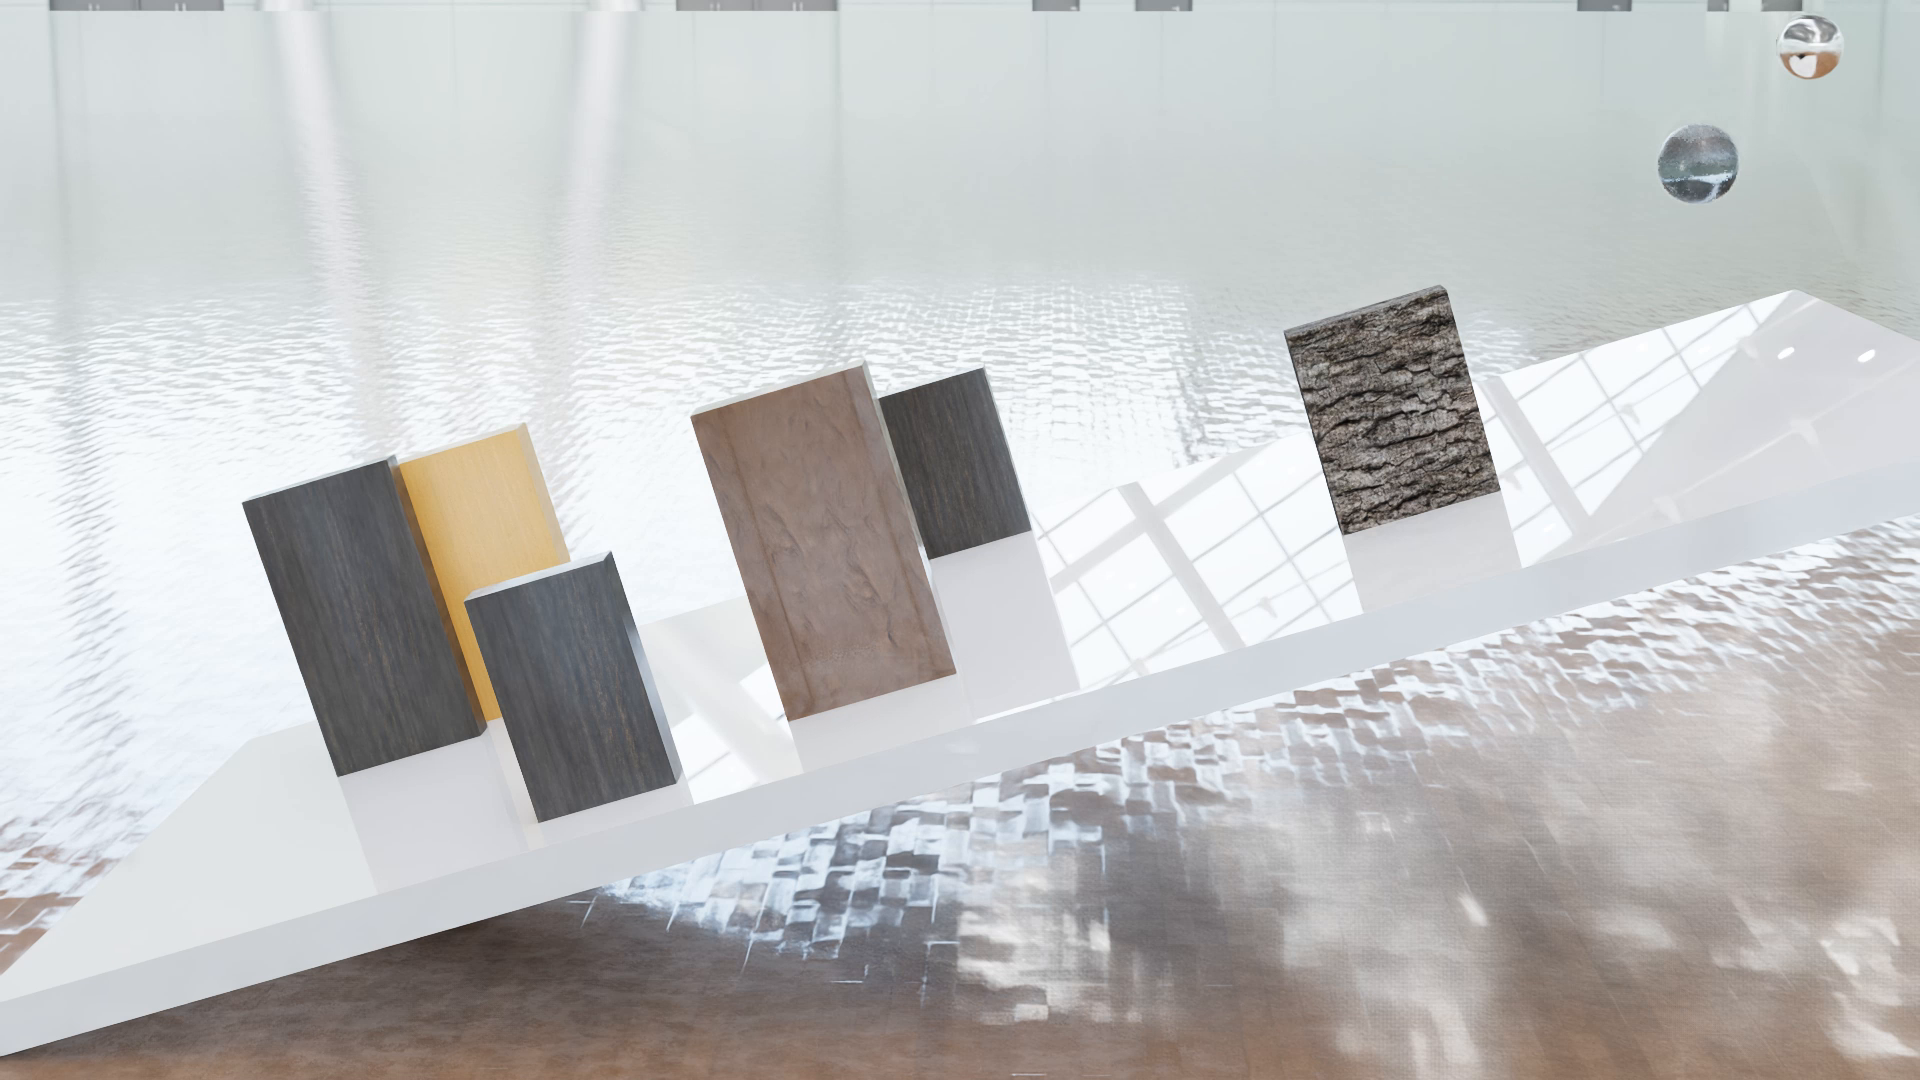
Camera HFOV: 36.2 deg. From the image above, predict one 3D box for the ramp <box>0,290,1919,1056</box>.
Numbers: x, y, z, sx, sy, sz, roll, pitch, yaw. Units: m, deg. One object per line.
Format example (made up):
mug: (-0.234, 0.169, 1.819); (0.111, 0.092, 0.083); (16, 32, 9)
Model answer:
ramp: (0.093, 0.186, 6.317); (4.000, 0.100, 2.000); (-16, 10, 5)

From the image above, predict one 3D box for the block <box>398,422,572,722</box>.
block: (-1.120, 0.095, 6.746); (0.443, 0.624, 0.124); (-16, 10, 5)

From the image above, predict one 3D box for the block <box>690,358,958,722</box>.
block: (-0.263, 0.000, 5.793); (0.350, 0.636, 0.116); (-16, 10, 5)

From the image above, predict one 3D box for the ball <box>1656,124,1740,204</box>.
ball: (1.542, -0.786, 6.144); (0.168, 0.168, 0.168); (0, 11, 0)

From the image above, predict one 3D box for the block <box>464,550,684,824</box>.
block: (-0.733, 0.279, 5.600); (0.277, 0.450, 0.104); (-16, 10, 5)

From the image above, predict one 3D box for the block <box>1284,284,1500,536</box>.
block: (0.872, -0.262, 5.942); (0.329, 0.423, 0.099); (-16, 10, 5)

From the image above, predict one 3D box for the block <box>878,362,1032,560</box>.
block: (-0.098, -0.163, 7.065); (0.445, 0.410, 0.091); (-16, 10, 5)

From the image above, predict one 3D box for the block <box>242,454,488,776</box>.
block: (-1.333, 0.171, 6.600); (0.344, 0.656, 0.082); (-16, 10, 5)

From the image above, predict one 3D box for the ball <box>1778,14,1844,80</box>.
ball: (1.848, -1.070, 6.388); (0.139, 0.139, 0.139); (0, 11, 0)
